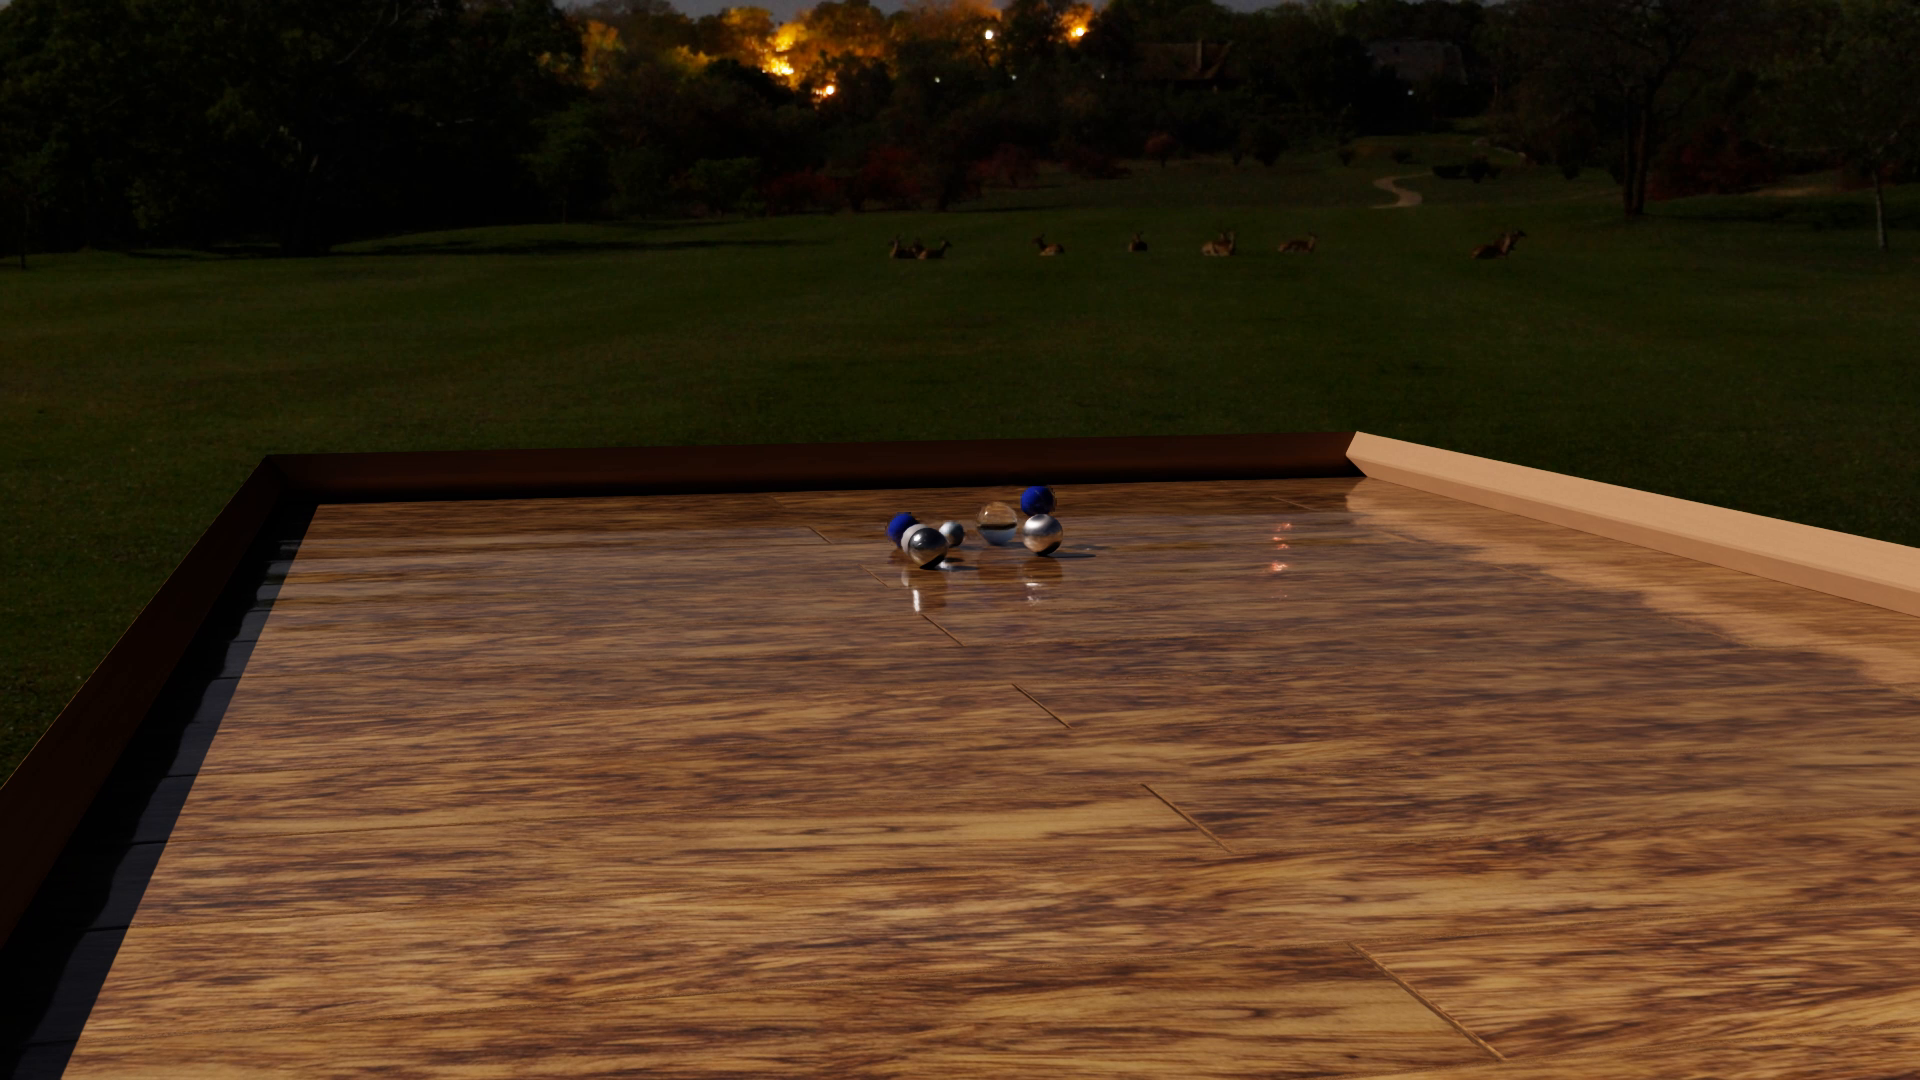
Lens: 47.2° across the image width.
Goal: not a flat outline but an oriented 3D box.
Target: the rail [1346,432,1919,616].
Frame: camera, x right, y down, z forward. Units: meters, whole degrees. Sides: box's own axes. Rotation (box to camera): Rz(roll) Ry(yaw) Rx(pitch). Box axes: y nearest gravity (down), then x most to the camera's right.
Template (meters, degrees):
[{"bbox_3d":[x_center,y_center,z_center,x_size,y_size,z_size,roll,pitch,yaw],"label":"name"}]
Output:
[{"bbox_3d":[1.373,0.091,2.849,0.045,0.094,4.369,-2,8,-13],"label":"rail"}]

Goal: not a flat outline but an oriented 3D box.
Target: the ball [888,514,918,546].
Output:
[{"bbox_3d":[-0.096,-0.017,3.781,0.056,0.056,0.056,0,8,0],"label":"ball"}]

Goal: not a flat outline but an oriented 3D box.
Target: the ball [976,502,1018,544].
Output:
[{"bbox_3d":[0.064,-0.029,3.814,0.073,0.073,0.073,0,8,0],"label":"ball"}]

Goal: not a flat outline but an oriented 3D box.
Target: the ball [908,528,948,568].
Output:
[{"bbox_3d":[-0.052,0.013,3.537,0.065,0.065,0.065,0,8,0],"label":"ball"}]

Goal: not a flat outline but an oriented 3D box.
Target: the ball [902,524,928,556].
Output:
[{"bbox_3d":[-0.067,0.003,3.627,0.059,0.059,0.059,0,8,0],"label":"ball"}]

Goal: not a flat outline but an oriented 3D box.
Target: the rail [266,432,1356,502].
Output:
[{"bbox_3d":[-0.245,-0.158,4.671,2.354,0.094,0.045,-2,8,-13],"label":"rail"}]

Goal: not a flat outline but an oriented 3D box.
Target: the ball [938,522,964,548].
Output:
[{"bbox_3d":[-0.015,-0.010,3.775,0.044,0.044,0.044,0,8,0],"label":"ball"}]

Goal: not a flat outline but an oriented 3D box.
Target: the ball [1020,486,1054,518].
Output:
[{"bbox_3d":[0.133,-0.065,3.780,0.059,0.059,0.059,0,8,0],"label":"ball"}]

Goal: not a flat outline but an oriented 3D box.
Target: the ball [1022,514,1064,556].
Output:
[{"bbox_3d":[0.138,-0.009,3.681,0.069,0.069,0.069,0,8,0],"label":"ball"}]

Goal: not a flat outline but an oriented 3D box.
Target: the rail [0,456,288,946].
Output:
[{"bbox_3d":[-0.872,0.162,2.325,0.045,0.094,4.369,-2,8,-13],"label":"rail"}]
